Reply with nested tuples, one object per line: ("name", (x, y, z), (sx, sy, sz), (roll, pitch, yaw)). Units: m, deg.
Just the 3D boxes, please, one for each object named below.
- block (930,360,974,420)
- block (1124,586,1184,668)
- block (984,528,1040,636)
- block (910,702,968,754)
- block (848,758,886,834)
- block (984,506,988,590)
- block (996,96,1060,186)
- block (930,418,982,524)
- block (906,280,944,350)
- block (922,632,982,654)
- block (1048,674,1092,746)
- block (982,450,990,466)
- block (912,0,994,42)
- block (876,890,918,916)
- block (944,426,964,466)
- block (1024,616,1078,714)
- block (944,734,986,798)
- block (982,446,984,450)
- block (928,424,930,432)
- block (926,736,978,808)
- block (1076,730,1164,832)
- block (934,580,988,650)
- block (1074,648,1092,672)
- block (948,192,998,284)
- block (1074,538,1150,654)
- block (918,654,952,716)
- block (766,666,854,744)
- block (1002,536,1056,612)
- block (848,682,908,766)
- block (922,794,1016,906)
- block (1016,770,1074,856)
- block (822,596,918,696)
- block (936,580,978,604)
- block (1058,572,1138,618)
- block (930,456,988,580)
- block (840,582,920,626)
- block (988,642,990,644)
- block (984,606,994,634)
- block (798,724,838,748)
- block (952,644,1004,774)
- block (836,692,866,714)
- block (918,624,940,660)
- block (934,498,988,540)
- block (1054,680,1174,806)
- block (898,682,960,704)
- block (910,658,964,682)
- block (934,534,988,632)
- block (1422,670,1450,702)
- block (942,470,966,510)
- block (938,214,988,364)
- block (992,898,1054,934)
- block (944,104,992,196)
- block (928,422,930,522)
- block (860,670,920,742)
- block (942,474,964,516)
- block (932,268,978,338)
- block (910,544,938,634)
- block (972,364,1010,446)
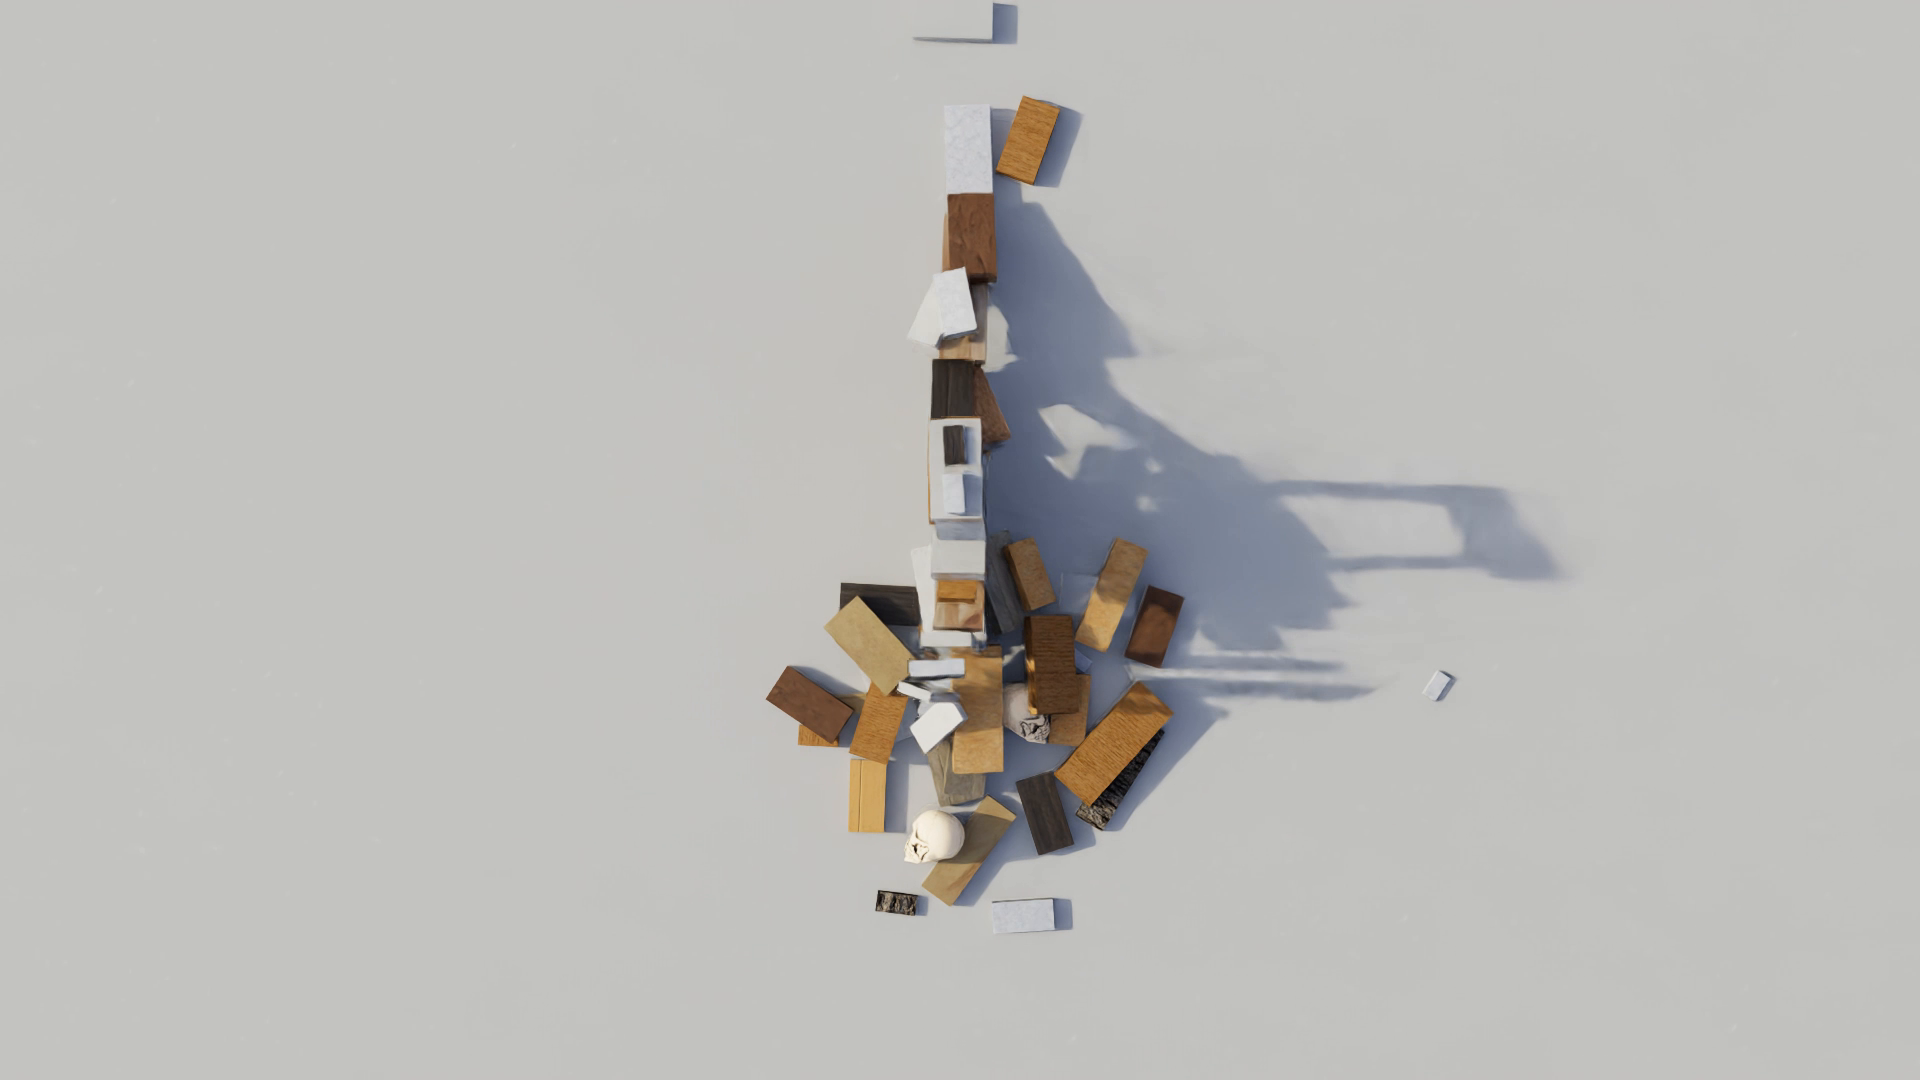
("block", (-0.025, -0.460, 5.256), (0.131, 0.037, 0.271), (1, 55, 0))
("block", (0.644, 0.289, 5.482), (0.126, 0.036, 0.251), (19, 90, 0))
("block", (0.138, 0.139, 5.434), (0.160, 0.045, 0.320), (-19, 88, -31))
("block", (-0.069, 0.593, 5.347), (0.203, 0.029, 0.102), (-45, 67, 30))
("block", (-0.308, 0.850, 5.483), (0.119, 0.034, 0.239), (2, 90, 0))
("block", (0.007, -0.004, 5.218), (0.161, 0.046, 0.321), (1, 75, 1))
("block", (0.226, -1.327, 5.481), (0.131, 0.037, 0.263), (20, 90, 0))
("block", (-0.012, -0.199, 4.729), (0.149, 0.042, 0.298), (-1, 75, 2))
("block", (-0.078, -0.732, 5.344), (0.107, 0.030, 0.214), (21, 81, 22))
("block", (-0.024, 0.323, 5.118), (0.152, 0.304, 0.043), (-1, 82, 6))
("block", (0.364, 0.562, 5.483), (0.119, 0.034, 0.238), (6, 90, 0))
("block", (0.022, -0.159, 5.172), (0.115, 0.033, 0.286), (6, 62, 3))
("block", (-0.023, -1.729, 5.481), (0.263, 0.037, 0.131), (1, 90, 0))
("block", (-0.212, 1.209, 5.491), (0.133, 0.019, 0.067), (7, 90, 0))
("block", (-0.018, -0.271, 4.718), (0.057, 0.016, 0.114), (-2, 74, 1))
("block", (0.299, 0.410, 5.412), (0.160, 0.045, 0.320), (2, 80, -29))
("block", (0.027, 0.708, 5.417), (0.131, 0.037, 0.262), (6, 98, -8))
("block", (0.007, -0.227, 5.291), (0.136, 0.039, 0.273), (1, 97, 1))
("block", (-0.011, -0.296, 4.935), (0.149, 0.298, 0.042), (-2, 80, 2))
("block", (-0.034, 0.743, 5.458), (0.131, 0.037, 0.262), (-14, 100, 0))
("block", (0.532, 0.776, 5.486), (0.102, 0.029, 0.392), (32, 90, 0))
("block", (0.001, 0.208, 5.323), (0.152, 0.043, 0.304), (-6, 76, 5))
("block", (0.390, 0.396, 5.493), (0.093, 0.013, 0.046), (36, 90, 0))
("block", (0.040, -0.990, 5.410), (0.153, 0.043, 0.305), (-2, 74, -1))
("block", (0.500, 0.182, 5.448), (0.113, 0.032, 0.368), (23, 90, 0))
("block", (-0.037, 0.476, 5.405), (0.121, 0.034, 0.243), (21, 100, -8))
("block", (-0.496, 0.545, 5.466), (0.266, 0.038, 0.133), (33, 90, 7))
("block", (0.230, 0.113, 5.447), (0.113, 0.032, 0.227), (-19, 88, -36))
("block", (-0.263, 0.594, 5.443), (0.133, 0.038, 0.266), (18, 90, 0))
("block", (0.030, 1.031, 5.483), (0.119, 0.034, 0.373), (36, 90, 0))
("block", (0.282, 0.907, 5.482), (0.126, 0.036, 0.251), (-17, 90, 0))
("block", (-0.290, 0.348, 5.417), (0.154, 0.044, 0.308), (-42, 84, -6))
("block", (-0.003, 0.081, 5.045), (0.115, 0.033, 0.230), (4, 63, 3))
("block", (0.461, 0.182, 5.482), (0.254, 0.036, 0.126), (5, 90, 0))
("block", (0.000, -0.072, 5.077), (0.163, 0.046, 0.410), (0, 63, 3))
("block", (-0.268, 0.214, 5.481), (0.262, 0.037, 0.131), (3, 90, 0))
("block", (0.030, 0.273, 5.465), (0.091, 0.026, 0.183), (-16, 90, -32))
("block", (0.054, 0.222, 5.448), (0.091, 0.026, 0.183), (-9, 77, -34))
("block", (-0.471, 0.652, 5.491), (0.133, 0.019, 0.067), (3, 90, 0))
("block", (0.055, 0.548, 5.358), (0.160, 0.045, 0.413), (-1, 93, -8))
("block", (-0.375, 0.547, 5.491), (0.133, 0.019, 0.067), (-4, 90, 0))
("block", (-0.051, 0.386, 5.456), (0.121, 0.034, 0.243), (-15, 103, 0))
("block", (-0.002, -0.066, 4.873), (0.149, 0.298, 0.042), (1, 72, 4))
("block", (0.508, 0.671, 5.447), (0.154, 0.044, 0.418), (42, 90, -2))
("block", (-0.096, 0.481, 5.201), (0.113, 0.227, 0.032), (17, 91, 24))
("block", (-0.070, 0.400, 5.071), (0.163, 0.326, 0.046), (-3, 83, -1))
("block", (0.002, 0.131, 5.126), (0.152, 0.043, 0.304), (3, 71, 1))
("block", (1.587, 0.487, 5.493), (0.046, 0.013, 0.093), (34, 90, 0))
("block", (-0.016, -0.141, 4.683), (0.057, 0.016, 0.114), (-6, 75, 0))
("block", (0.015, -0.825, 5.407), (0.153, 0.043, 0.517), (2, 74, 0))
("block", (0.209, 1.249, 5.486), (0.203, 0.029, 0.102), (-4, 90, 0))
("block", (0.028, -1.288, 5.478), (0.153, 0.043, 0.305), (-2, 90, 0))
("block", (-0.016, -0.210, 5.088), (0.163, 0.046, 0.326), (-2, 65, 3))
("block", (-0.224, 0.532, 5.481), (0.133, 0.038, 0.266), (-20, 90, 0))
("block", (-0.018, -0.129, 4.663), (0.057, 0.016, 0.114), (-4, 75, 1))
("block", (-0.016, -0.762, 5.302), (0.107, 0.030, 0.214), (-12, 77, 4))
("block", (-0.060, 0.164, 5.412), (0.154, 0.044, 0.308), (-14, 69, 11))
("block", (0.047, -0.469, 5.308), (0.107, 0.030, 0.385), (-16, 59, -11))
